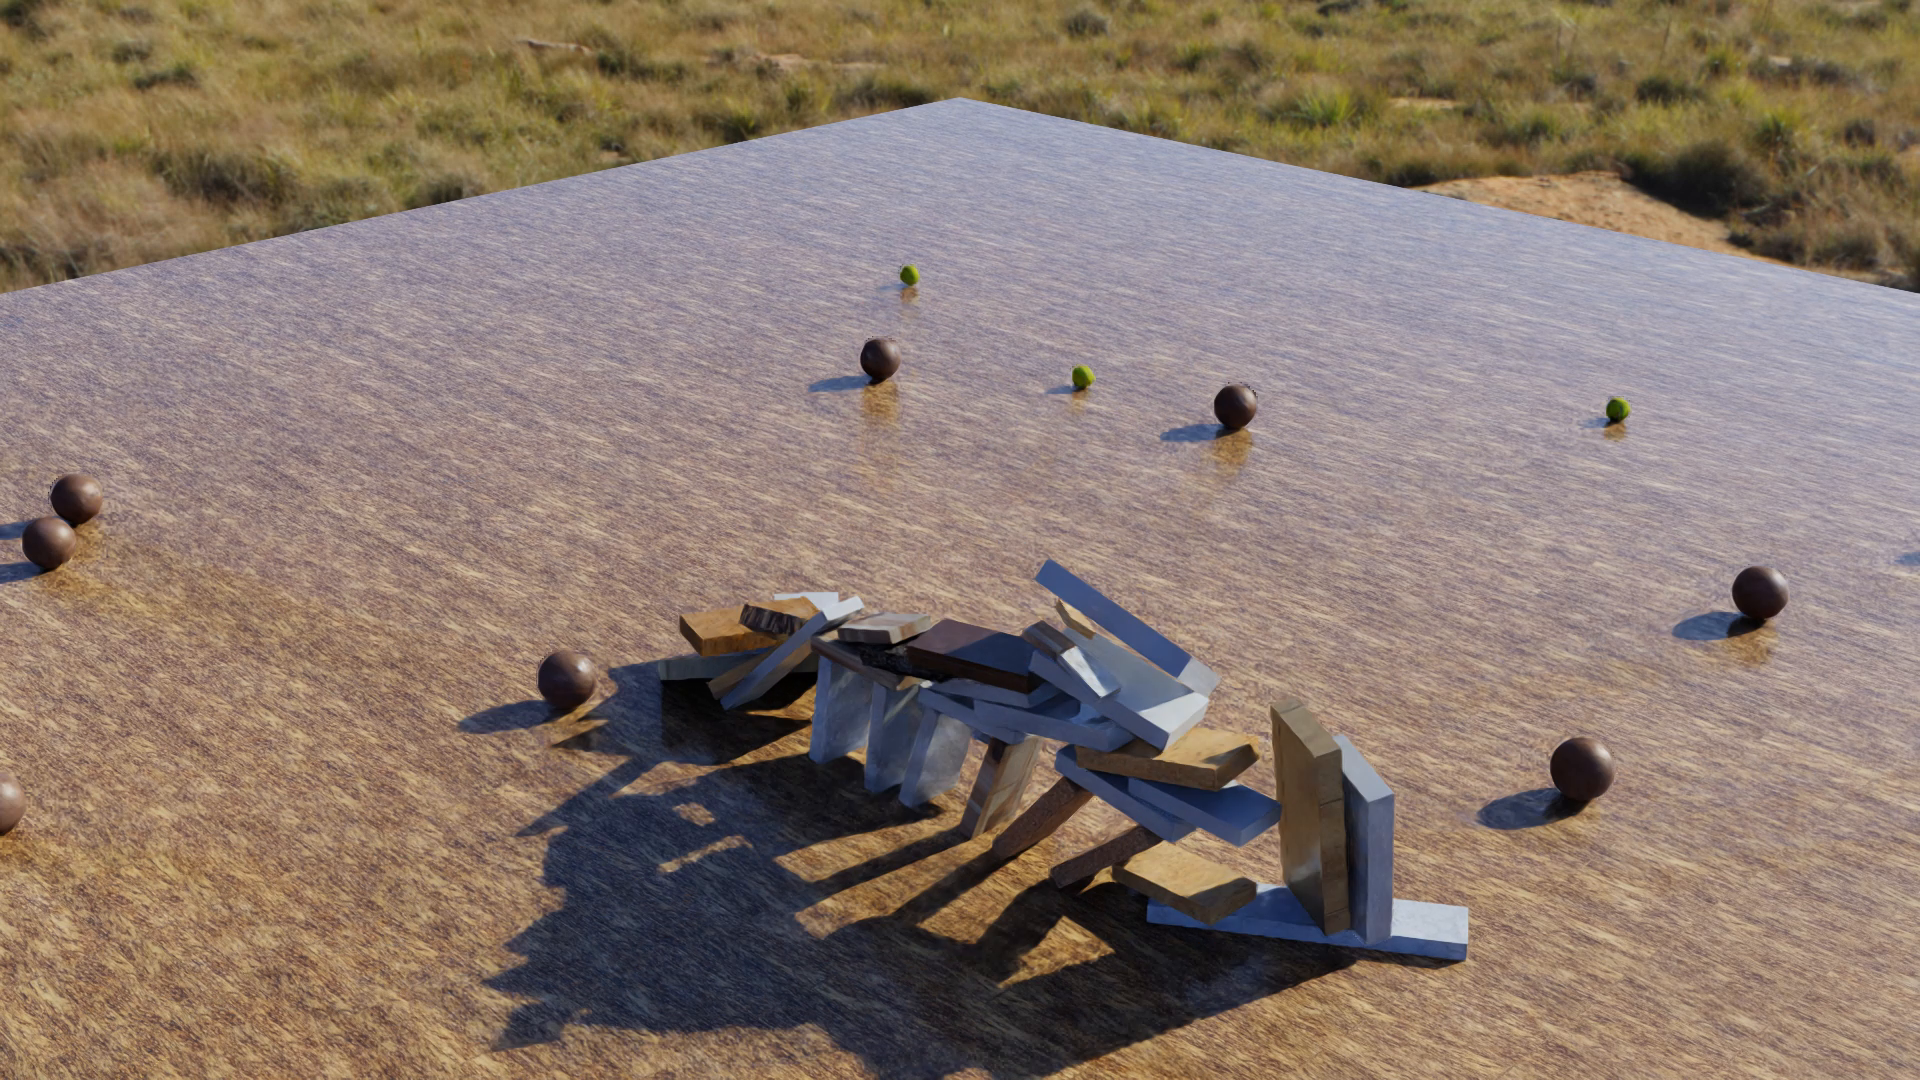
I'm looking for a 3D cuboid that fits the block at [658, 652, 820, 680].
[{"bbox_3d":[-0.479,0.282,4.959,0.391,0.044,0.157,-3,-2,-7],"label":"block"}]

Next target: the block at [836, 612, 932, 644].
[{"bbox_3d":[-0.153,0.177,4.436,0.100,0.028,0.200,-21,11,-32],"label":"block"}]

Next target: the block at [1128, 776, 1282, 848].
[{"bbox_3d":[0.440,0.464,3.956,0.250,0.035,0.125,23,32,36],"label":"block"}]

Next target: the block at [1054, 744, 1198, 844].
[{"bbox_3d":[0.330,0.449,4.061,0.289,0.041,0.144,30,36,36],"label":"block"}]

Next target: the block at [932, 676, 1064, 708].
[{"bbox_3d":[0.084,0.265,4.219,0.134,0.038,0.269,-21,18,-39],"label":"block"}]

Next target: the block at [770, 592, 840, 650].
[{"bbox_3d":[-0.365,0.210,5.209,0.157,0.044,0.313,-1,23,-3],"label":"block"}]

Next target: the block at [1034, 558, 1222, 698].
[{"bbox_3d":[0.314,0.165,4.112,0.351,0.050,0.176,35,1,29],"label":"block"}]

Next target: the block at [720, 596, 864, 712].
[{"bbox_3d":[-0.366,0.247,4.715,0.100,0.028,0.498,-21,-13,-40],"label":"block"}]

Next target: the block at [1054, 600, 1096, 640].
[{"bbox_3d":[0.209,0.145,3.993,0.057,0.016,0.114,32,8,-14],"label":"block"}]

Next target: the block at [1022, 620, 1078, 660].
[{"bbox_3d":[0.175,0.193,4.048,0.114,0.016,0.057,35,37,27],"label":"block"}]

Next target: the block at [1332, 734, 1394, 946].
[{"bbox_3d":[0.707,0.537,3.936,0.050,0.351,0.175,-17,37,-14],"label":"block"}]

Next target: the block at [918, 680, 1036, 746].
[{"bbox_3d":[0.055,0.320,4.300,0.260,0.037,0.130,21,31,40],"label":"block"}]

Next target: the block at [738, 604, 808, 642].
[{"bbox_3d":[-0.313,0.211,4.830,0.310,0.044,0.155,13,-10,17],"label":"block"}]

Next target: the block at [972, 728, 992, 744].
[{"bbox_3d":[-0.022,0.307,4.555,0.313,0.157,0.044,16,15,42],"label":"block"}]

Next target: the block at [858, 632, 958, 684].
[{"bbox_3d":[-0.067,0.224,4.326,0.134,0.038,0.268,-20,17,-34],"label":"block"}]

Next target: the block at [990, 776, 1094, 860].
[{"bbox_3d":[0.188,0.512,4.237,0.144,0.289,0.041,-22,71,-42],"label":"block"}]

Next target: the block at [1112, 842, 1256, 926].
[{"bbox_3d":[0.417,0.637,4.112,0.125,0.035,0.250,-22,28,-36],"label":"block"}]

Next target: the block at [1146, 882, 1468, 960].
[{"bbox_3d":[0.644,0.695,4.078,0.580,0.035,0.125,5,24,12],"label":"block"}]

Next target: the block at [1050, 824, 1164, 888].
[{"bbox_3d":[0.308,0.572,4.128,0.144,0.041,0.289,-21,-9,-41],"label":"block"}]

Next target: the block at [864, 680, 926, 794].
[{"bbox_3d":[-0.126,0.386,4.514,0.131,0.261,0.037,-21,39,-40],"label":"block"}]

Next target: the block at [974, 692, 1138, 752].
[{"bbox_3d":[0.198,0.322,4.130,0.333,0.042,0.150,10,24,43],"label":"block"}]

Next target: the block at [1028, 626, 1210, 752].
[{"bbox_3d":[0.292,0.266,4.043,0.300,0.042,0.150,31,35,22],"label":"block"}]

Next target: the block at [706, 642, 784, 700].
[{"bbox_3d":[-0.457,0.287,4.827,0.200,0.028,0.100,-27,-10,-8],"label":"block"}]

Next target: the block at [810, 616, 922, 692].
[{"bbox_3d":[-0.170,0.231,4.495,0.130,0.037,0.261,-21,31,-40],"label":"block"}]

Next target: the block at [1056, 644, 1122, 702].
[{"bbox_3d":[0.233,0.242,3.981,0.057,0.016,0.114,-22,58,-41],"label":"block"}]

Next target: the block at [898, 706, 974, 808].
[{"bbox_3d":[-0.038,0.418,4.446,0.130,0.260,0.037,-21,50,-40],"label":"block"}]

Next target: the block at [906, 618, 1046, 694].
[{"bbox_3d":[0.048,0.219,4.162,0.268,0.038,0.134,13,28,30],"label":"block"}]

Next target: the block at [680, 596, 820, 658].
[{"bbox_3d":[-0.475,0.200,5.099,0.310,0.044,0.155,-8,23,-24],"label":"block"}]

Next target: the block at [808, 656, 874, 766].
[{"bbox_3d":[-0.245,0.339,4.625,0.131,0.261,0.037,-20,41,-39],"label":"block"}]

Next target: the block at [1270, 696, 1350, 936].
[{"bbox_3d":[0.631,0.499,3.958,0.050,0.408,0.175,-16,32,-12],"label":"block"}]

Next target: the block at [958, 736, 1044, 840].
[{"bbox_3d":[0.087,0.466,4.333,0.130,0.260,0.037,-23,53,-42],"label":"block"}]

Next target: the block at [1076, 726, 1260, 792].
[{"bbox_3d":[0.376,0.386,4.002,0.300,0.042,0.150,6,22,38],"label":"block"}]
